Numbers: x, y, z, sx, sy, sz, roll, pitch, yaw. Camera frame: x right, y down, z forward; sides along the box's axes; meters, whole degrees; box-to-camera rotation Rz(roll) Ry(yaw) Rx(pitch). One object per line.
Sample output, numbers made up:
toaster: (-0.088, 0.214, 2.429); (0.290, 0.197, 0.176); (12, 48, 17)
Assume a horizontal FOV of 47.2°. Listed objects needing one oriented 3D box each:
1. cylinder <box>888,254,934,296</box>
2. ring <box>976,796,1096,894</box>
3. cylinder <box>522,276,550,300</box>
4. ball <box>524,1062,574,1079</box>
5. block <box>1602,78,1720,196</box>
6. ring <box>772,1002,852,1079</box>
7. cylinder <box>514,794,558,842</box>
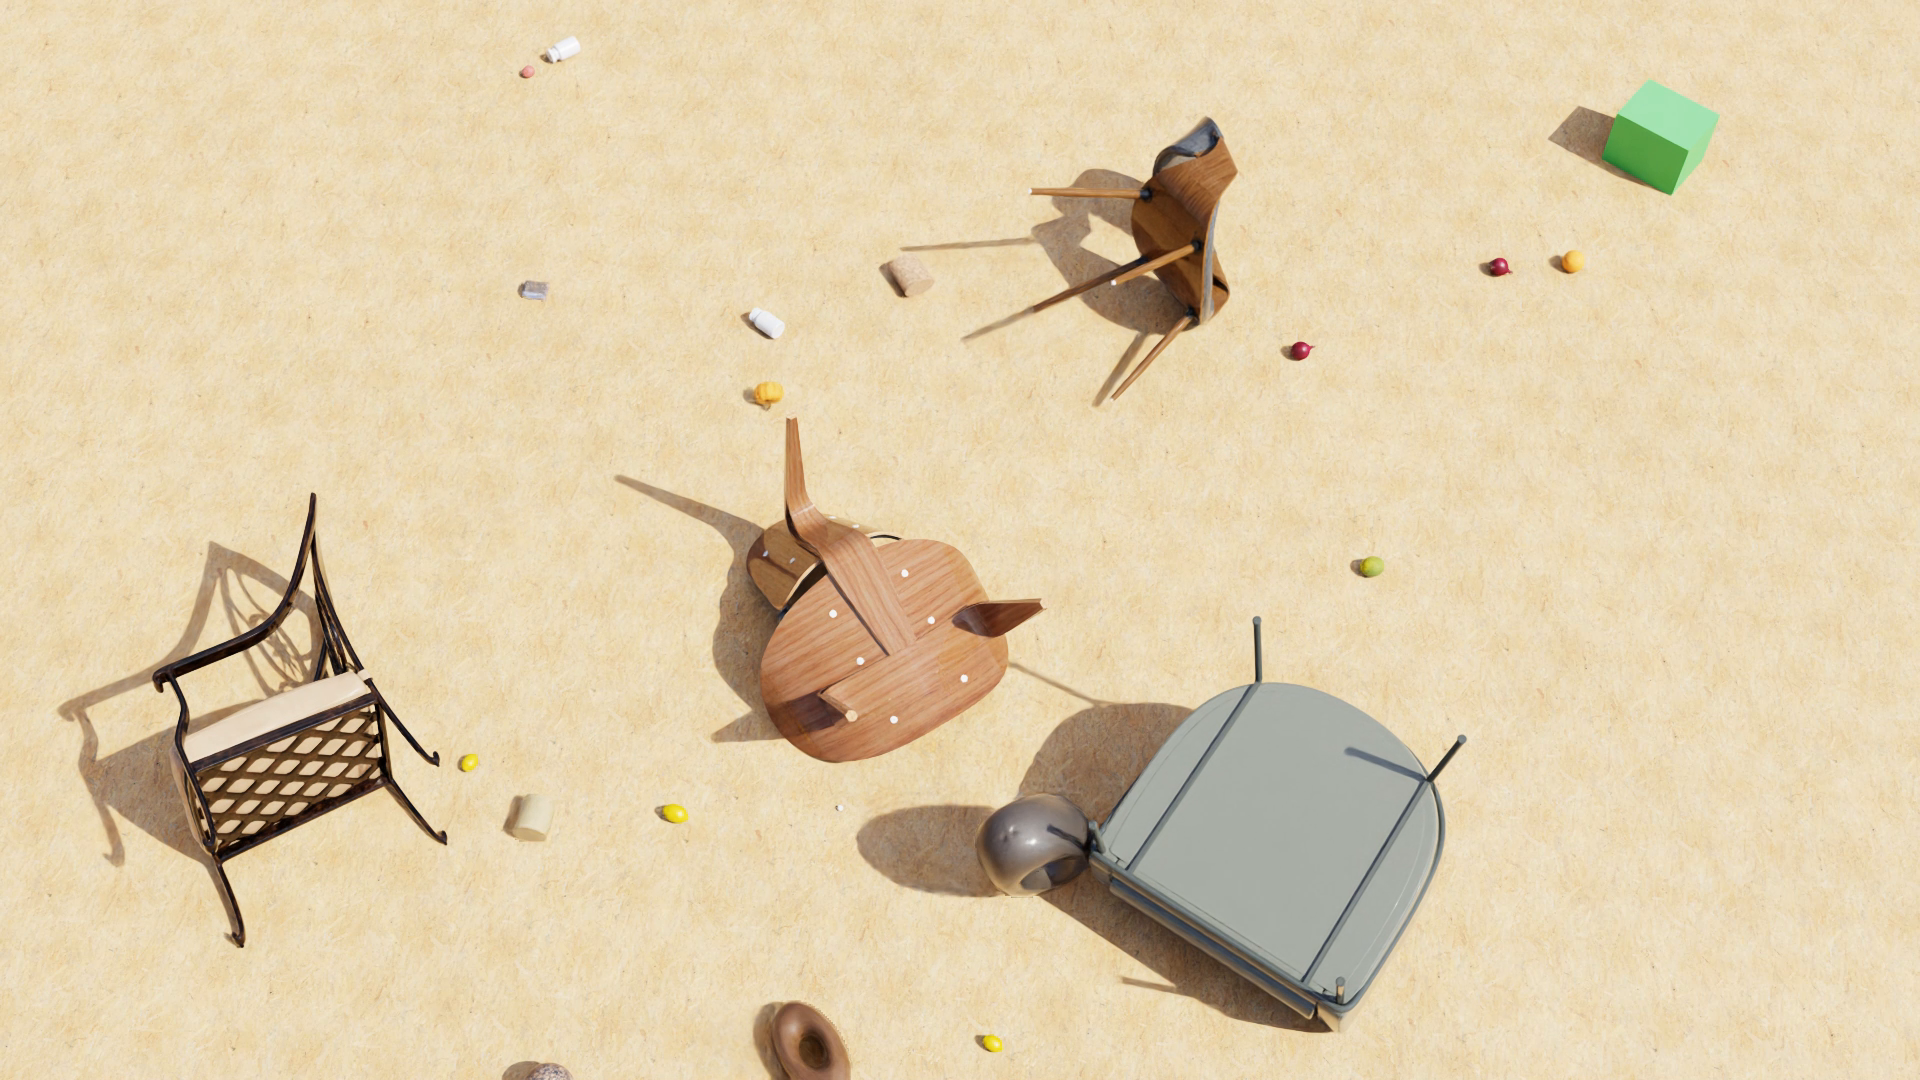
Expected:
cylinder: (-0.158, -0.858, 7.111); (0.106, 0.065, 0.125); (-24, 59, -15)
ring: (0.200, 0.797, 5.751); (0.291, 0.535, 0.178); (-32, 70, 8)
cylinder: (-1.369, -0.809, 7.096); (0.073, 0.034, 0.058); (29, 83, -14)
ball: (-1.040, 1.389, 5.561); (0.134, 0.134, 0.134); (0, 56, 0)
block: (2.339, -1.346, 7.348); (0.268, 0.215, 0.210); (34, 63, 21)
ring: (-0.381, 1.311, 5.626); (0.166, 0.094, 0.311); (-30, 53, -12)
cylinder: (-1.162, 0.759, 6.014); (0.096, 0.083, 0.107); (-1, 54, 20)
